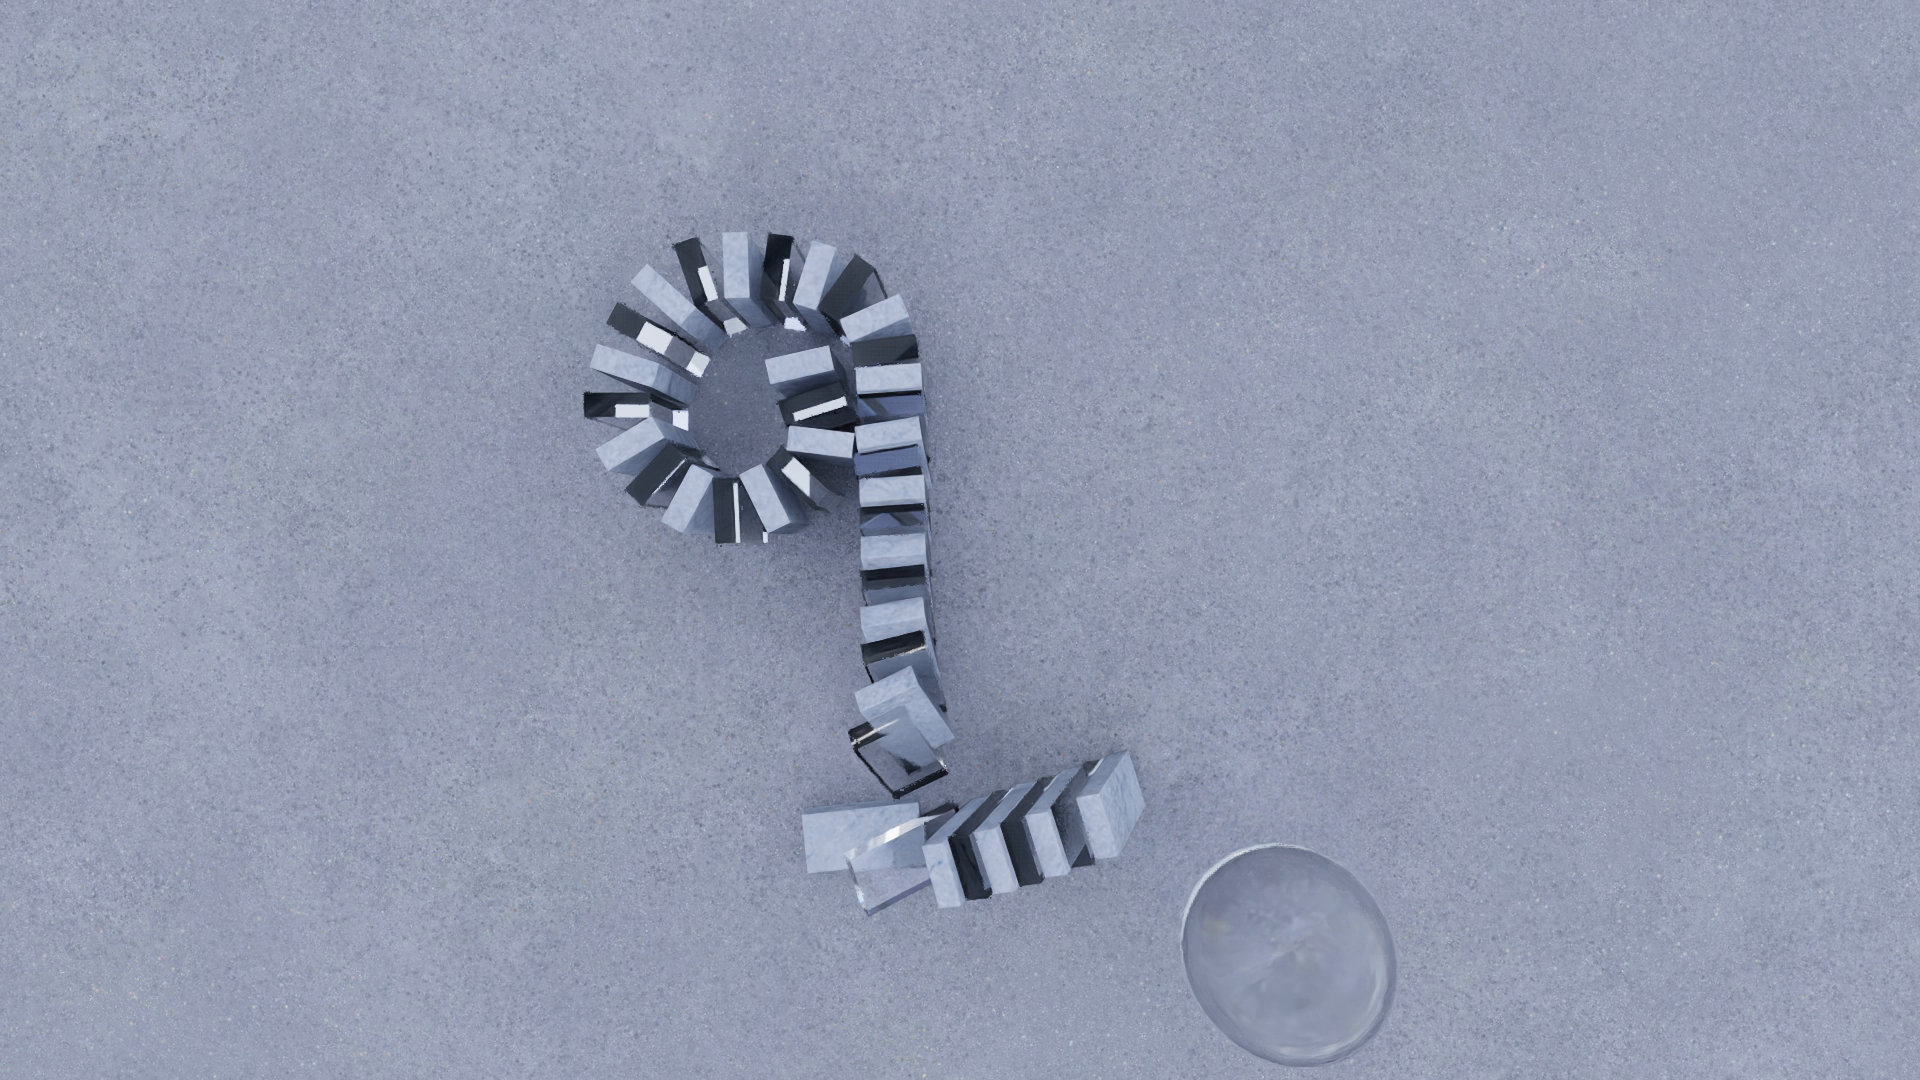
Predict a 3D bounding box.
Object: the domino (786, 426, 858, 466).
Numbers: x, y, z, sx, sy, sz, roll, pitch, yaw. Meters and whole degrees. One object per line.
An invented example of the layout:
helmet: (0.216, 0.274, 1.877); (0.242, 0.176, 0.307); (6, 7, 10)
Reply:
domino: (-0.053, -0.038, 0.375); (0.025, 0.050, 0.010); (7, 90, 0)

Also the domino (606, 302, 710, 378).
domino: (-0.122, -0.081, 0.375); (0.025, 0.050, 0.009); (28, 90, 0)

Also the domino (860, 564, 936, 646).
domino: (-0.025, 0.029, 0.377); (0.025, 0.050, 0.010); (-6, 55, 0)

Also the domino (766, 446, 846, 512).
domino: (-0.062, -0.024, 0.375); (0.025, 0.050, 0.009); (43, 90, 0)

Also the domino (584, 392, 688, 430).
domino: (-0.131, -0.052, 0.375); (0.025, 0.050, 0.009); (0, 90, 0)

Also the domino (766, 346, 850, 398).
domino: (-0.061, -0.067, 0.375); (0.025, 0.050, 0.009); (-13, 90, 0)

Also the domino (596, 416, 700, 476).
domino: (-0.126, -0.037, 0.375); (0.025, 0.050, 0.010); (-31, 90, 0)

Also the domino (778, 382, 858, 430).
domino: (-0.056, -0.052, 0.375); (0.025, 0.050, 0.010); (-18, 90, 0)

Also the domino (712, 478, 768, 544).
domino: (-0.089, -0.011, 0.375); (0.009, 0.050, 0.025); (-3, 90, 0)

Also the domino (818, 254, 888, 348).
domino: (-0.042, -0.096, 0.375); (0.009, 0.050, 0.025); (36, 90, 3)

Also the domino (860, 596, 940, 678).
domino: (-0.024, 0.043, 0.377); (0.025, 0.050, 0.010); (-10, 52, 0)

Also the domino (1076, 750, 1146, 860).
domino: (0.063, 0.107, 0.375); (0.009, 0.050, 0.025); (-18, 90, 24)

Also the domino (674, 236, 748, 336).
domino: (-0.101, -0.103, 0.375); (0.009, 0.050, 0.025); (-19, 90, 0)

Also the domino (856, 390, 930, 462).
domino: (-0.026, -0.045, 0.375); (0.025, 0.050, 0.009); (-4, 72, 0)

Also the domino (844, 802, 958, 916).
domino: (-0.021, 0.133, 0.383); (0.050, 0.009, 0.025); (-20, 96, -23)

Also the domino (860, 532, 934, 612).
domino: (-0.025, 0.015, 0.376); (0.025, 0.050, 0.010); (-4, 59, 0)

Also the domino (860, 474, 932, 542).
domino: (-0.026, -0.011, 0.375); (0.025, 0.050, 0.009); (-4, 70, 0)

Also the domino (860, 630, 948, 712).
domino: (-0.022, 0.058, 0.378); (0.025, 0.050, 0.009); (-14, 50, 0)

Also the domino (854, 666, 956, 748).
domino: (-0.022, 0.073, 0.378); (0.025, 0.050, 0.009); (-26, 49, 0)

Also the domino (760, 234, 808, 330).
domino: (-0.070, -0.104, 0.375); (0.009, 0.050, 0.025); (7, 90, 0)

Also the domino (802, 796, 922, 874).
domino: (-0.041, 0.127, 0.395); (0.050, 0.009, 0.025); (-6, 90, 0)

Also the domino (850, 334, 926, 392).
domino: (-0.028, -0.070, 0.375); (0.025, 0.050, 0.009); (-8, 84, 0)

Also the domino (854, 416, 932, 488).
domino: (-0.026, -0.033, 0.375); (0.025, 0.050, 0.009); (-9, 71, 0)

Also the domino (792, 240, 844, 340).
domino: (-0.055, -0.101, 0.375); (0.009, 0.050, 0.025); (18, 90, 1)

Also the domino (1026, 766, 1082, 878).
domino: (0.043, 0.114, 0.375); (0.010, 0.050, 0.025); (-18, 90, 24)

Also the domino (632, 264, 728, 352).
domino: (-0.113, -0.094, 0.375); (0.025, 0.050, 0.009); (42, 90, 0)

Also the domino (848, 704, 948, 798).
domino: (-0.025, 0.088, 0.378); (0.025, 0.050, 0.010); (-25, 49, 0)

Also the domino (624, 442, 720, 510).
domino: (-0.116, -0.025, 0.375); (0.010, 0.050, 0.025); (43, 90, 0)

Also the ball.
ball: (0.128, 0.161, 0.360); (0.080, 0.080, 0.080); (0, 90, 0)

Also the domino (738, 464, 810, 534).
domino: (-0.075, -0.016, 0.375); (0.009, 0.050, 0.025); (-26, 90, 0)

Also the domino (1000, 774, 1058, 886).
domino: (0.033, 0.118, 0.375); (0.009, 0.050, 0.025); (-18, 90, 24)

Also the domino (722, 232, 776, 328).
domino: (-0.086, -0.105, 0.375); (0.009, 0.050, 0.025); (-2, 90, 0)

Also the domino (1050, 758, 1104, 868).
domino: (0.053, 0.111, 0.375); (0.009, 0.050, 0.025); (-18, 90, 24)

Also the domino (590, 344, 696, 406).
domino: (-0.128, -0.067, 0.375); (0.025, 0.050, 0.010); (18, 90, 0)

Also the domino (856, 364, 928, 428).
domino: (-0.027, -0.057, 0.375); (0.025, 0.050, 0.010); (-4, 79, 0)

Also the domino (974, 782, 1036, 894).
domino: (0.023, 0.121, 0.375); (0.010, 0.050, 0.025); (-18, 90, 24)

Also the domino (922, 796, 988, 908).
domino: (0.003, 0.127, 0.375); (0.009, 0.050, 0.025); (-16, 90, 24)

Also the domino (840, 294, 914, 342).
domino: (-0.032, -0.084, 0.375); (0.025, 0.050, 0.010); (-24, 87, 0)

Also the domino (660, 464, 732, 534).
domino: (-0.104, -0.016, 0.375); (0.009, 0.050, 0.025); (28, 90, 0)

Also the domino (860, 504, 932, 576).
domino: (-0.025, 0.002, 0.375); (0.025, 0.050, 0.009); (-4, 64, 0)

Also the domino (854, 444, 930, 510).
domino: (-0.027, -0.023, 0.375); (0.025, 0.050, 0.009); (-9, 71, 0)

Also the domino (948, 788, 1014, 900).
domino: (0.013, 0.123, 0.375); (0.009, 0.050, 0.025); (-17, 90, 24)
